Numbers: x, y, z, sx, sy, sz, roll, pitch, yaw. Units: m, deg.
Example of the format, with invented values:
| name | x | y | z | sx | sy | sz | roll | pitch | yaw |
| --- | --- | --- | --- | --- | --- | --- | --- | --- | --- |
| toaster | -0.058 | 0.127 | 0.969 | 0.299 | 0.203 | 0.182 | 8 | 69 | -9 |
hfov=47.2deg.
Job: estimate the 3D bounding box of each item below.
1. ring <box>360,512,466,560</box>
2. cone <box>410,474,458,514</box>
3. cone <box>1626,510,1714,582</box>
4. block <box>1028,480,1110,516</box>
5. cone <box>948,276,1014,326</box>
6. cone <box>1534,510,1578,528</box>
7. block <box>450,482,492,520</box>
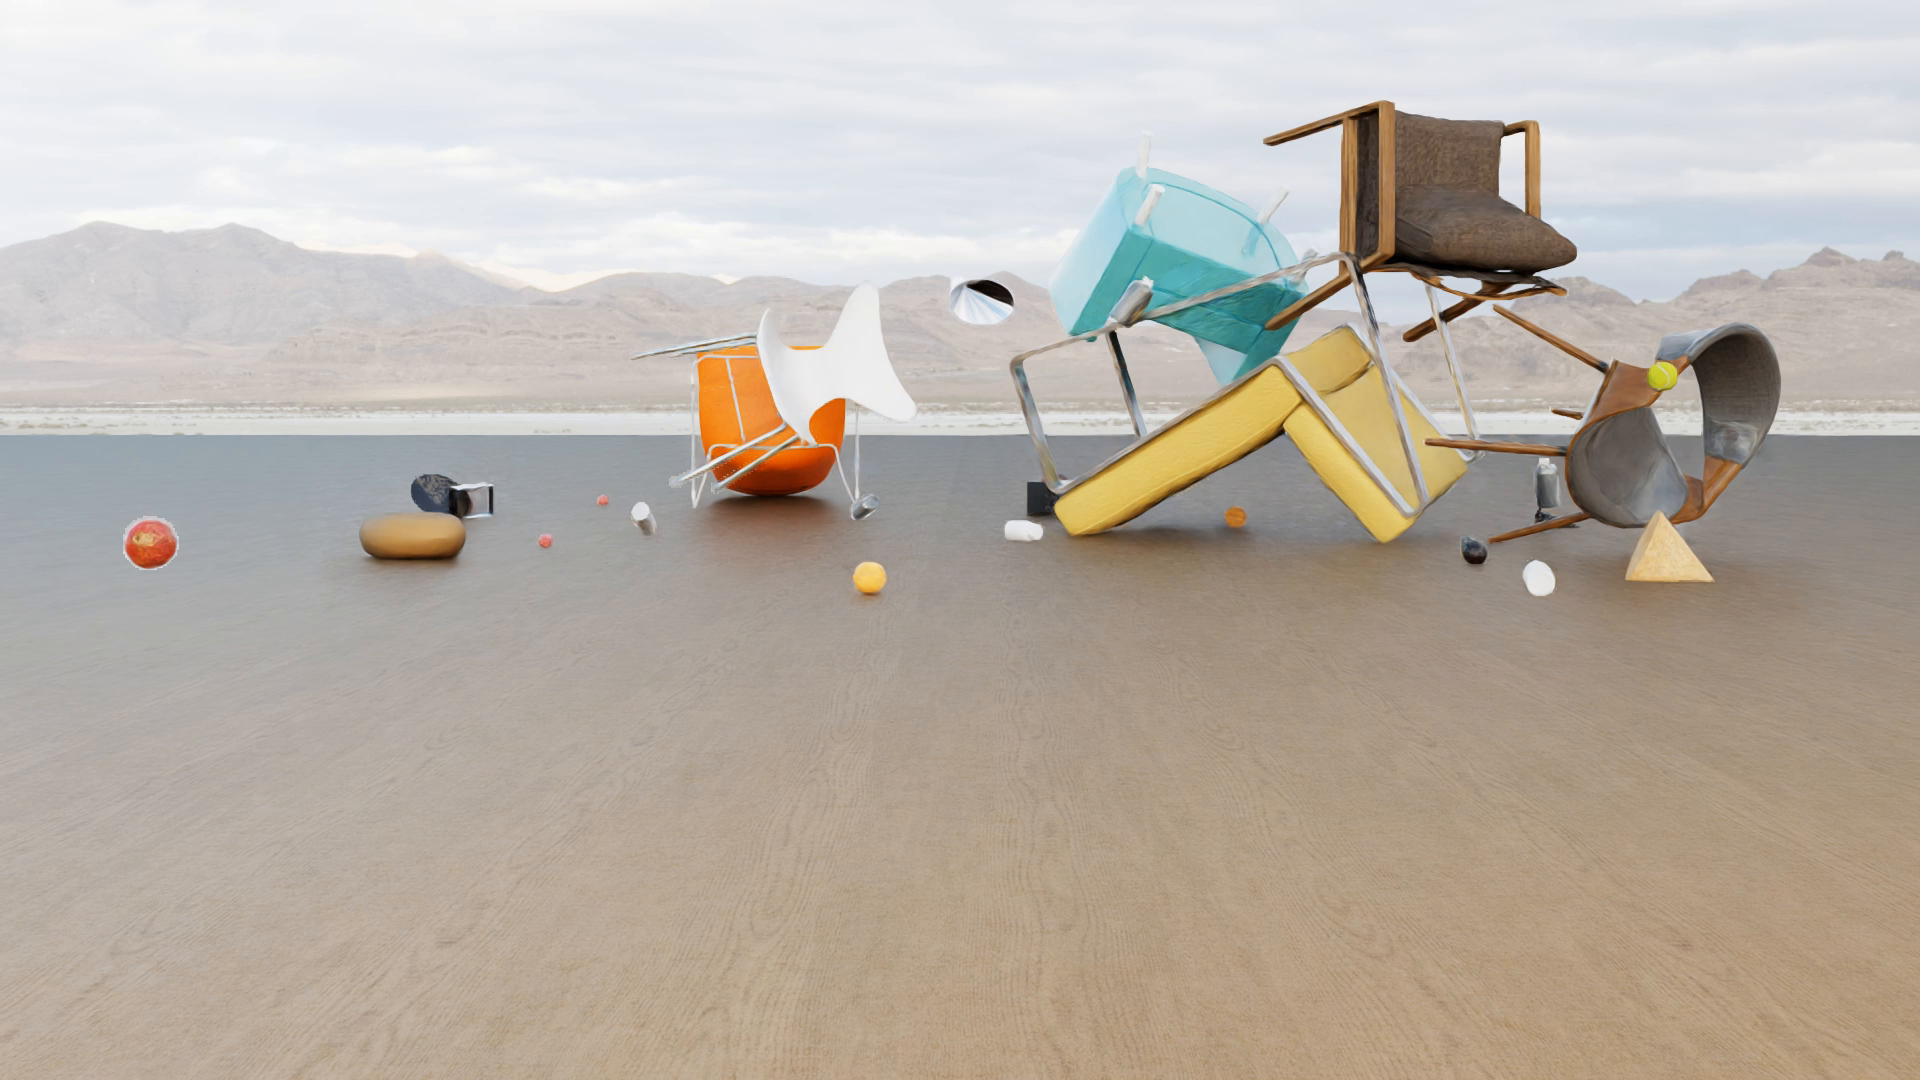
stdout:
| name | x | y | z | sx | sy | sz | roll | pitch | yaw |
| --- | --- | --- | --- | --- | --- | --- | --- | --- | --- |
| ring | -1.468 | -0.012 | 5.894 | 0.264 | 0.115 | 0.320 | -2 | 5 | -40 |
| cone | -1.830 | -0.117 | 7.703 | 0.211 | 0.120 | 0.172 | 36 | 51 | 10 |
| cone | 1.670 | 0.055 | 5.104 | 0.191 | 0.188 | 0.082 | 27 | -9 | -1 |
| block | 0.393 | -0.151 | 7.918 | 0.237 | 0.114 | 0.185 | 3 | 5 | 40 |
| cone | 0.019 | -0.725 | 6.348 | 0.212 | 0.135 | 0.214 | 10 | 22 | -30 |
| cone | 1.947 | -0.056 | 7.144 | 0.139 | 0.060 | 0.105 | 16 | 4 | 24 |
| block | -1.693 | -0.136 | 7.619 | 0.137 | 0.106 | 0.052 | -10 | 18 | -42 |
